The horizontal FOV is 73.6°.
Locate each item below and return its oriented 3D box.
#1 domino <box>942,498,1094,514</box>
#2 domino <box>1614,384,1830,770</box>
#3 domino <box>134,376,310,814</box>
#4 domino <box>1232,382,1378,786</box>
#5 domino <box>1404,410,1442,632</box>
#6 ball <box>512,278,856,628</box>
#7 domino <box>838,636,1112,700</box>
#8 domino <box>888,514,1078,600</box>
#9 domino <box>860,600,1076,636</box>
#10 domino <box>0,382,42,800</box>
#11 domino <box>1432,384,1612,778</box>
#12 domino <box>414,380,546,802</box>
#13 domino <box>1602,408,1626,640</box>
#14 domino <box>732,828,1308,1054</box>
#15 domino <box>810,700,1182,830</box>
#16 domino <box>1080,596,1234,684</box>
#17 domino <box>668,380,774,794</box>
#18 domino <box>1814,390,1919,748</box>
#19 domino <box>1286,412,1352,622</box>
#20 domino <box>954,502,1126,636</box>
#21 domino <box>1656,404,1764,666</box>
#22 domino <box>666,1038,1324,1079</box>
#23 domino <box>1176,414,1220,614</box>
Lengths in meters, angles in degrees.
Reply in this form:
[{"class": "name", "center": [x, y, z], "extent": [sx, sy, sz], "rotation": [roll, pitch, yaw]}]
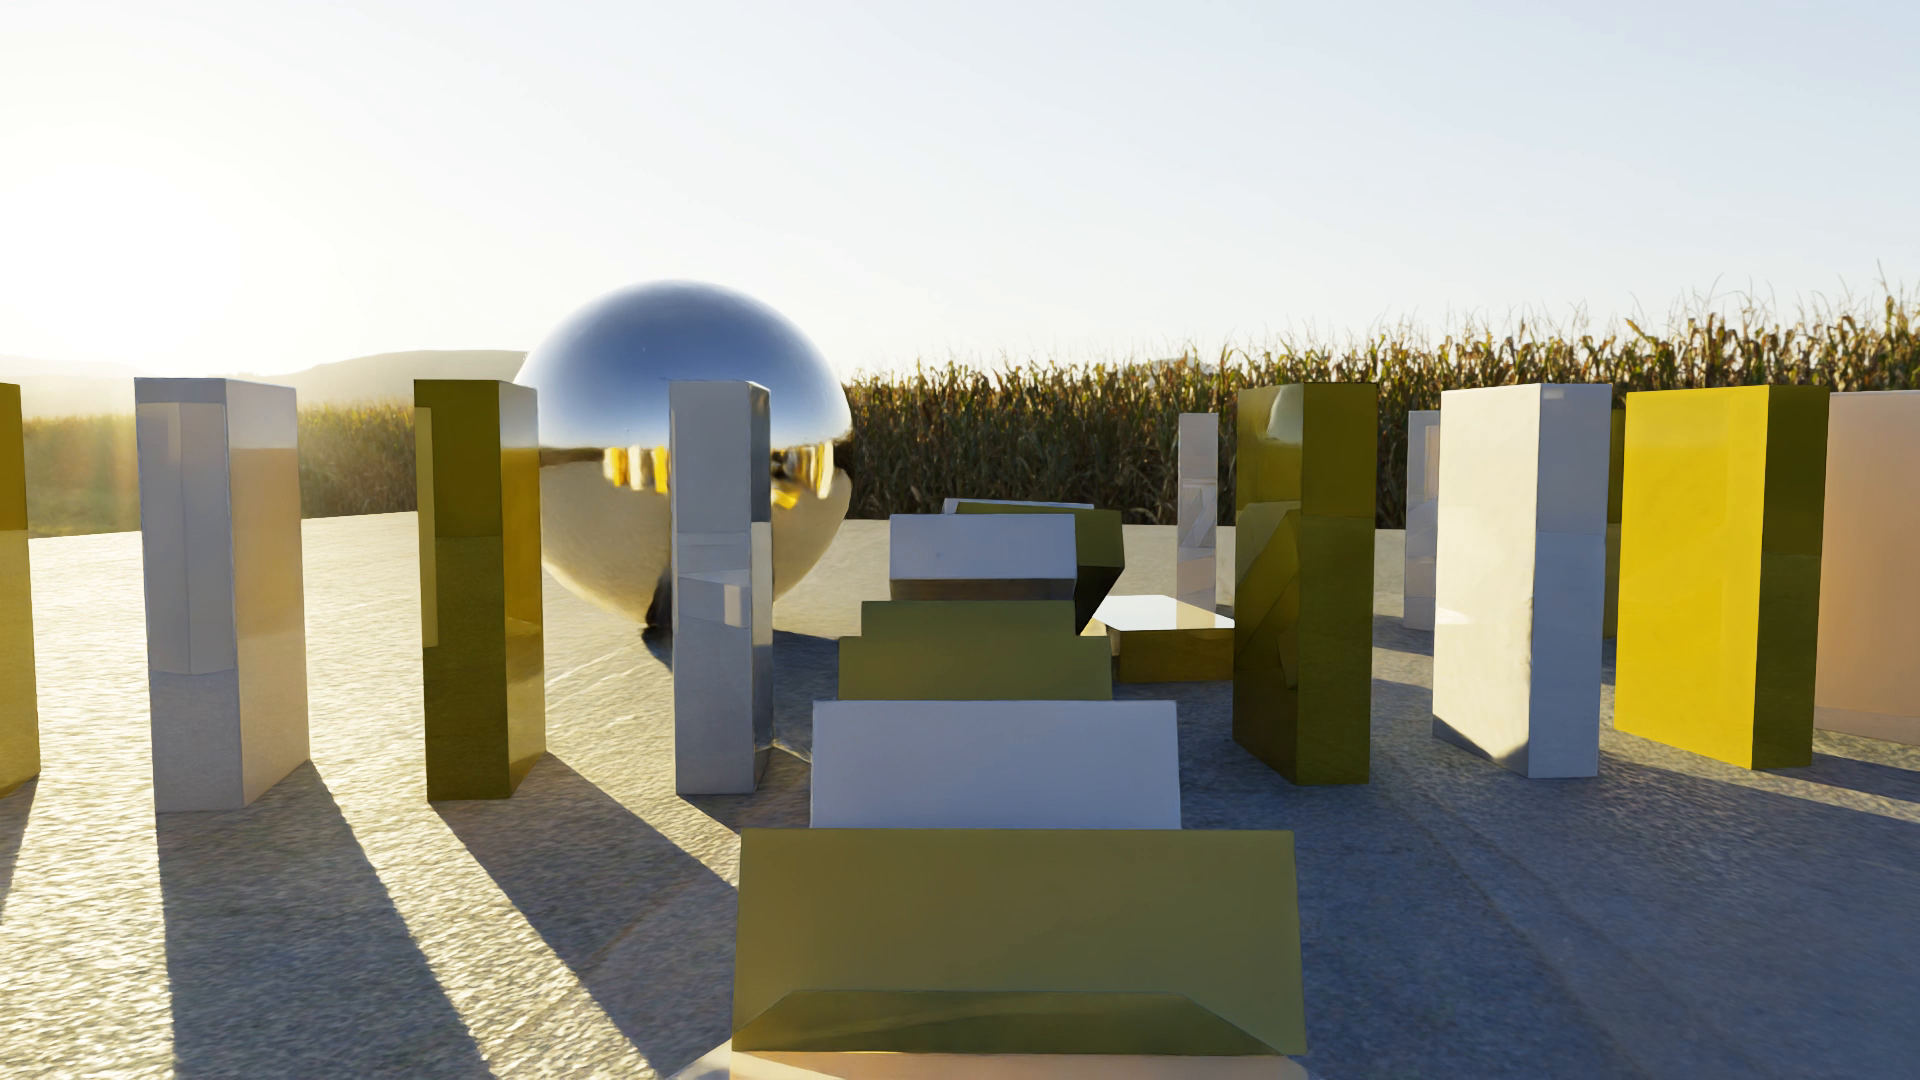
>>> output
[{"class": "domino", "center": [0.007, 0.008, 0.234], "extent": [0.025, 0.009, 0.050], "rotation": [2, -25, -7]}, {"class": "domino", "center": [0.105, 0.004, 0.179], "extent": [0.010, 0.050, 0.025], "rotation": [-1, 4, -13]}, {"class": "domino", "center": [-0.091, 0.006, 0.159], "extent": [0.009, 0.050, 0.025], "rotation": [-1, 4, -11]}, {"class": "domino", "center": [0.045, 0.005, 0.171], "extent": [0.010, 0.050, 0.025], "rotation": [0, 4, -6]}, {"class": "domino", "center": [0.114, -0.005, 0.301], "extent": [0.010, 0.050, 0.025], "rotation": [4, 6, 40]}, {"class": "ball", "center": [-0.064, -0.020, 0.296], "extent": [0.080, 0.080, 0.080], "rotation": [0, 4, 0]}, {"class": "domino", "center": [0.001, 0.020, 0.141], "extent": [0.025, 0.010, 0.050], "rotation": [0, -14, 0]}, {"class": "domino", "center": [0.003, 0.011, 0.195], "extent": [0.025, 0.009, 0.050], "rotation": [0, -25, -1]}, {"class": "domino", "center": [0.001, 0.017, 0.174], "extent": [0.025, 0.010, 0.050], "rotation": [0, -13, -1]}, {"class": "domino", "center": [-0.120, 0.006, 0.152], "extent": [0.009, 0.050, 0.025], "rotation": [-2, 5, -19]}, {"class": "domino", "center": [0.075, 0.004, 0.174], "extent": [0.009, 0.050, 0.025], "rotation": [-1, 4, -7]}, {"class": "domino", "center": [-0.061, 0.005, 0.164], "extent": [0.010, 0.050, 0.025], "rotation": [-1, 4, -8]}, {"class": "domino", "center": [0.136, -0.003, 0.280], "extent": [0.025, 0.050, 0.010], "rotation": [-4, 6, -39]}, {"class": "domino", "center": [0.003, 0.024, 0.081], "extent": [0.025, 0.009, 0.050], "rotation": [0, -15, 1]}, {"class": "domino", "center": [0.002, 0.022, 0.111], "extent": [0.025, 0.009, 0.050], "rotation": [0, -14, 0]}, {"class": "domino", "center": [0.036, 0.019, 0.254], "extent": [0.025, 0.010, 0.050], "rotation": [-1, 4, -10]}, {"class": "domino", "center": [-0.030, 0.005, 0.167], "extent": [0.010, 0.050, 0.025], "rotation": [0, 4, -3]}, {"class": "domino", "center": [0.133, 0.003, 0.190], "extent": [0.010, 0.050, 0.025], "rotation": [-3, 5, -31]}, {"class": "domino", "center": [0.089, -0.006, 0.318], "extent": [0.010, 0.050, 0.025], "rotation": [2, 5, 29]}, {"class": "domino", "center": [0.008, 0.010, 0.214], "extent": [0.025, 0.009, 0.050], "rotation": [3, -25, -8]}, {"class": "domino", "center": [0.152, -0.002, 0.254], "extent": [0.025, 0.050, 0.010], "rotation": [-2, 5, -25]}, {"class": "domino", "center": [0.002, 0.026, 0.051], "extent": [0.025, 0.009, 0.050], "rotation": [0, -15, 1]}, {"class": "domino", "center": [0.061, -0.007, 0.329], "extent": [0.010, 0.050, 0.025], "rotation": [1, 4, 12]}]
